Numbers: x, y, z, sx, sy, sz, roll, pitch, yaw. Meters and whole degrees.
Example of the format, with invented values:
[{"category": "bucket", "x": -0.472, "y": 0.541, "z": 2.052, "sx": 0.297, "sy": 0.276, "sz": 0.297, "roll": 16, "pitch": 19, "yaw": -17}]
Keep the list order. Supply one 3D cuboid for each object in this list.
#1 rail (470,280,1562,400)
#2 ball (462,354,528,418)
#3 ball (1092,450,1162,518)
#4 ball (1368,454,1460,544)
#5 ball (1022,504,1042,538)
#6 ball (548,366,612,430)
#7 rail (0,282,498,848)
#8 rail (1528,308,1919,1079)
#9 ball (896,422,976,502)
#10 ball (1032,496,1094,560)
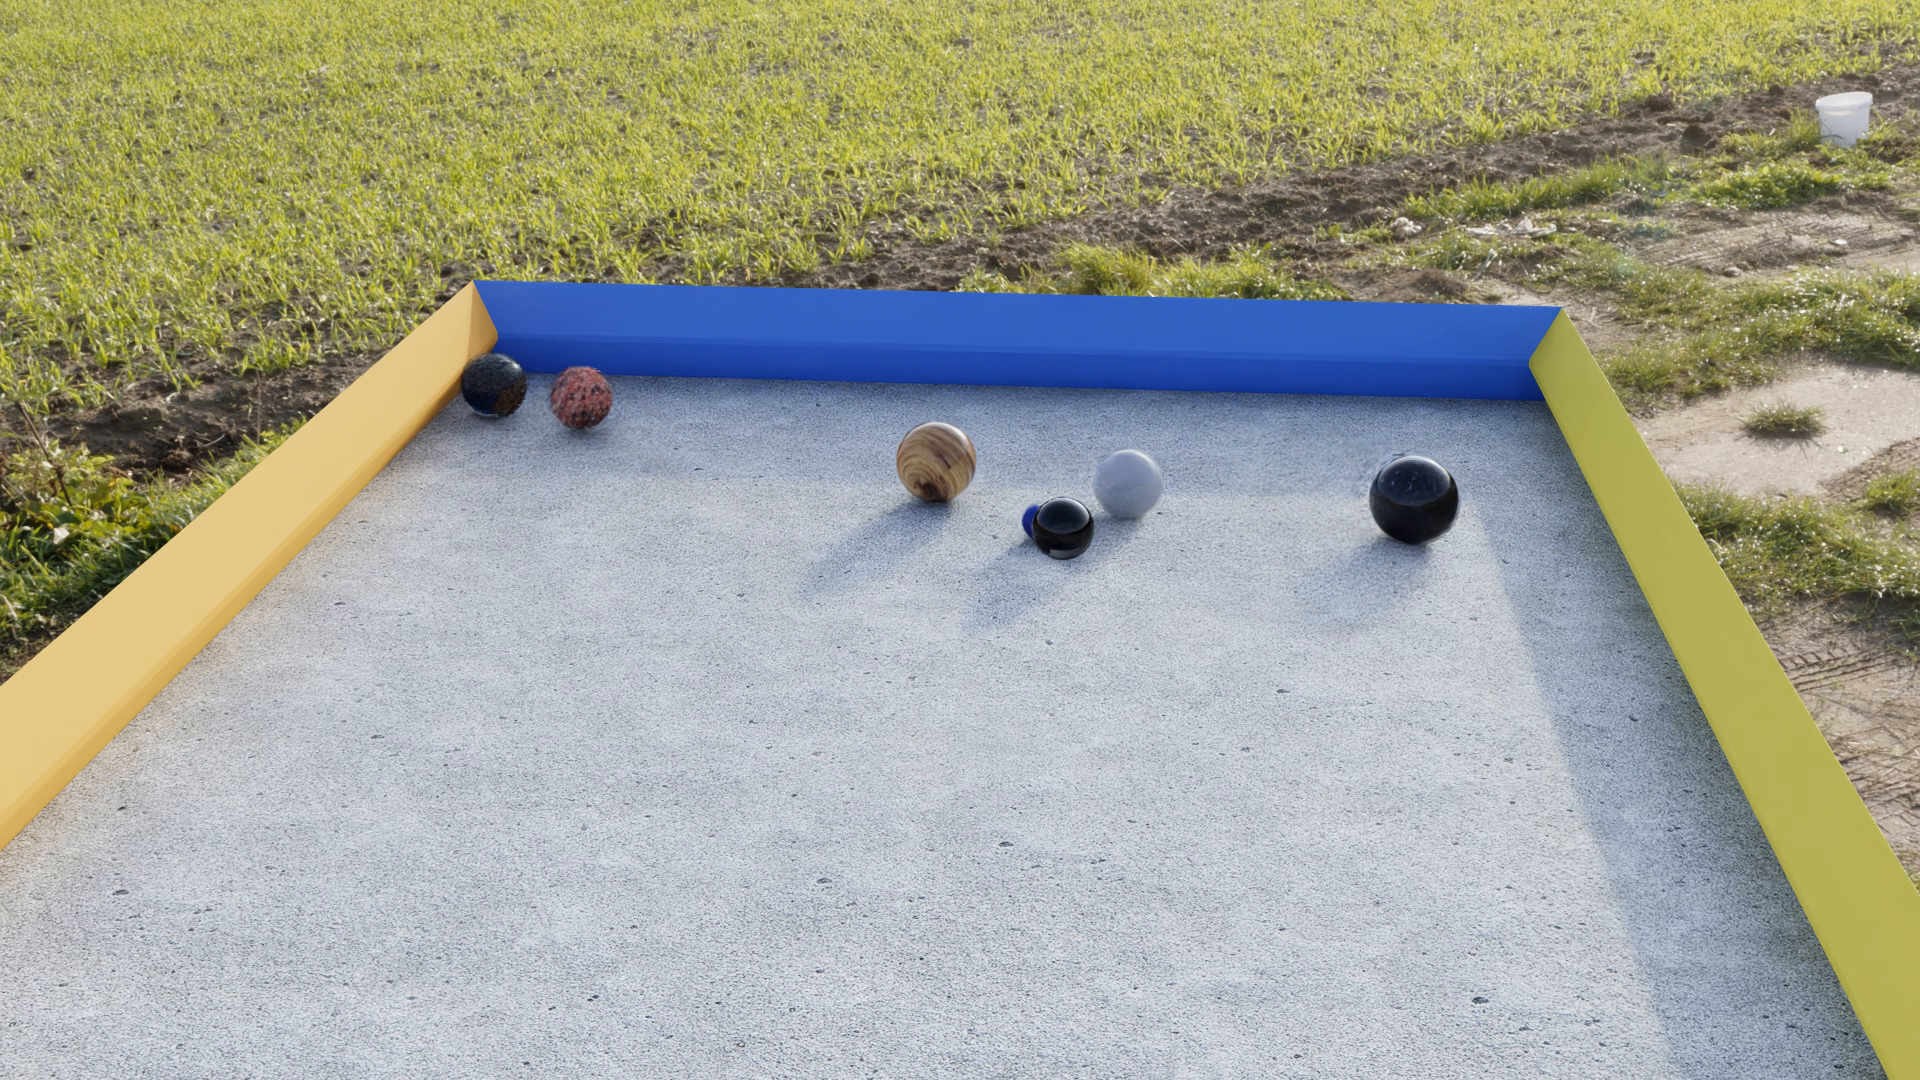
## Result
[{"category": "rail", "x": 0.059, "y": -0.262, "z": 2.941, "sx": 1.464, "sy": 0.128, "sz": 0.045, "roll": 2, "pitch": 22, "yaw": 5}, {"category": "ball", "x": -0.603, "y": -0.199, "z": 2.847, "sx": 0.083, "sy": 0.083, "sz": 0.083, "roll": 0, "pitch": 22, "yaw": 0}, {"category": "ball", "x": 0.191, "y": -0.064, "z": 2.509, "sx": 0.079, "sy": 0.079, "sz": 0.079, "roll": 0, "pitch": 22, "yaw": 0}, {"category": "ball", "x": 0.503, "y": -0.045, "z": 2.435, "sx": 0.098, "sy": 0.098, "sz": 0.098, "roll": 0, "pitch": 22, "yaw": 0}, {"category": "ball", "x": 0.090, "y": -0.020, "z": 2.450, "sx": 0.040, "sy": 0.040, "sz": 0.040, "roll": 0, "pitch": 22, "yaw": 0}, {"category": "ball", "x": -0.484, "y": -0.181, "z": 2.805, "sx": 0.079, "sy": 0.079, "sz": 0.079, "roll": 0, "pitch": 22, "yaw": 0}, {"category": "rail", "x": -0.767, "y": 0.195, "z": 1.783, "sx": 0.045, "sy": 0.128, "sz": 2.679, "roll": 2, "pitch": 22, "yaw": 5}, {"category": "rail", "x": 0.644, "y": 0.243, "z": 1.662, "sx": 0.045, "sy": 0.128, "sz": 2.679, "roll": 2, "pitch": 22, "yaw": 5}, {"category": "ball", "x": -0.028, "y": -0.091, "z": 2.556, "sx": 0.094, "sy": 0.094, "sz": 0.094, "roll": 0, "pitch": 22, "yaw": 0}, {"category": "ball", "x": 0.112, "y": -0.013, "z": 2.392, "sx": 0.069, "sy": 0.069, "sz": 0.069, "roll": 0, "pitch": 22, "yaw": 0}]
